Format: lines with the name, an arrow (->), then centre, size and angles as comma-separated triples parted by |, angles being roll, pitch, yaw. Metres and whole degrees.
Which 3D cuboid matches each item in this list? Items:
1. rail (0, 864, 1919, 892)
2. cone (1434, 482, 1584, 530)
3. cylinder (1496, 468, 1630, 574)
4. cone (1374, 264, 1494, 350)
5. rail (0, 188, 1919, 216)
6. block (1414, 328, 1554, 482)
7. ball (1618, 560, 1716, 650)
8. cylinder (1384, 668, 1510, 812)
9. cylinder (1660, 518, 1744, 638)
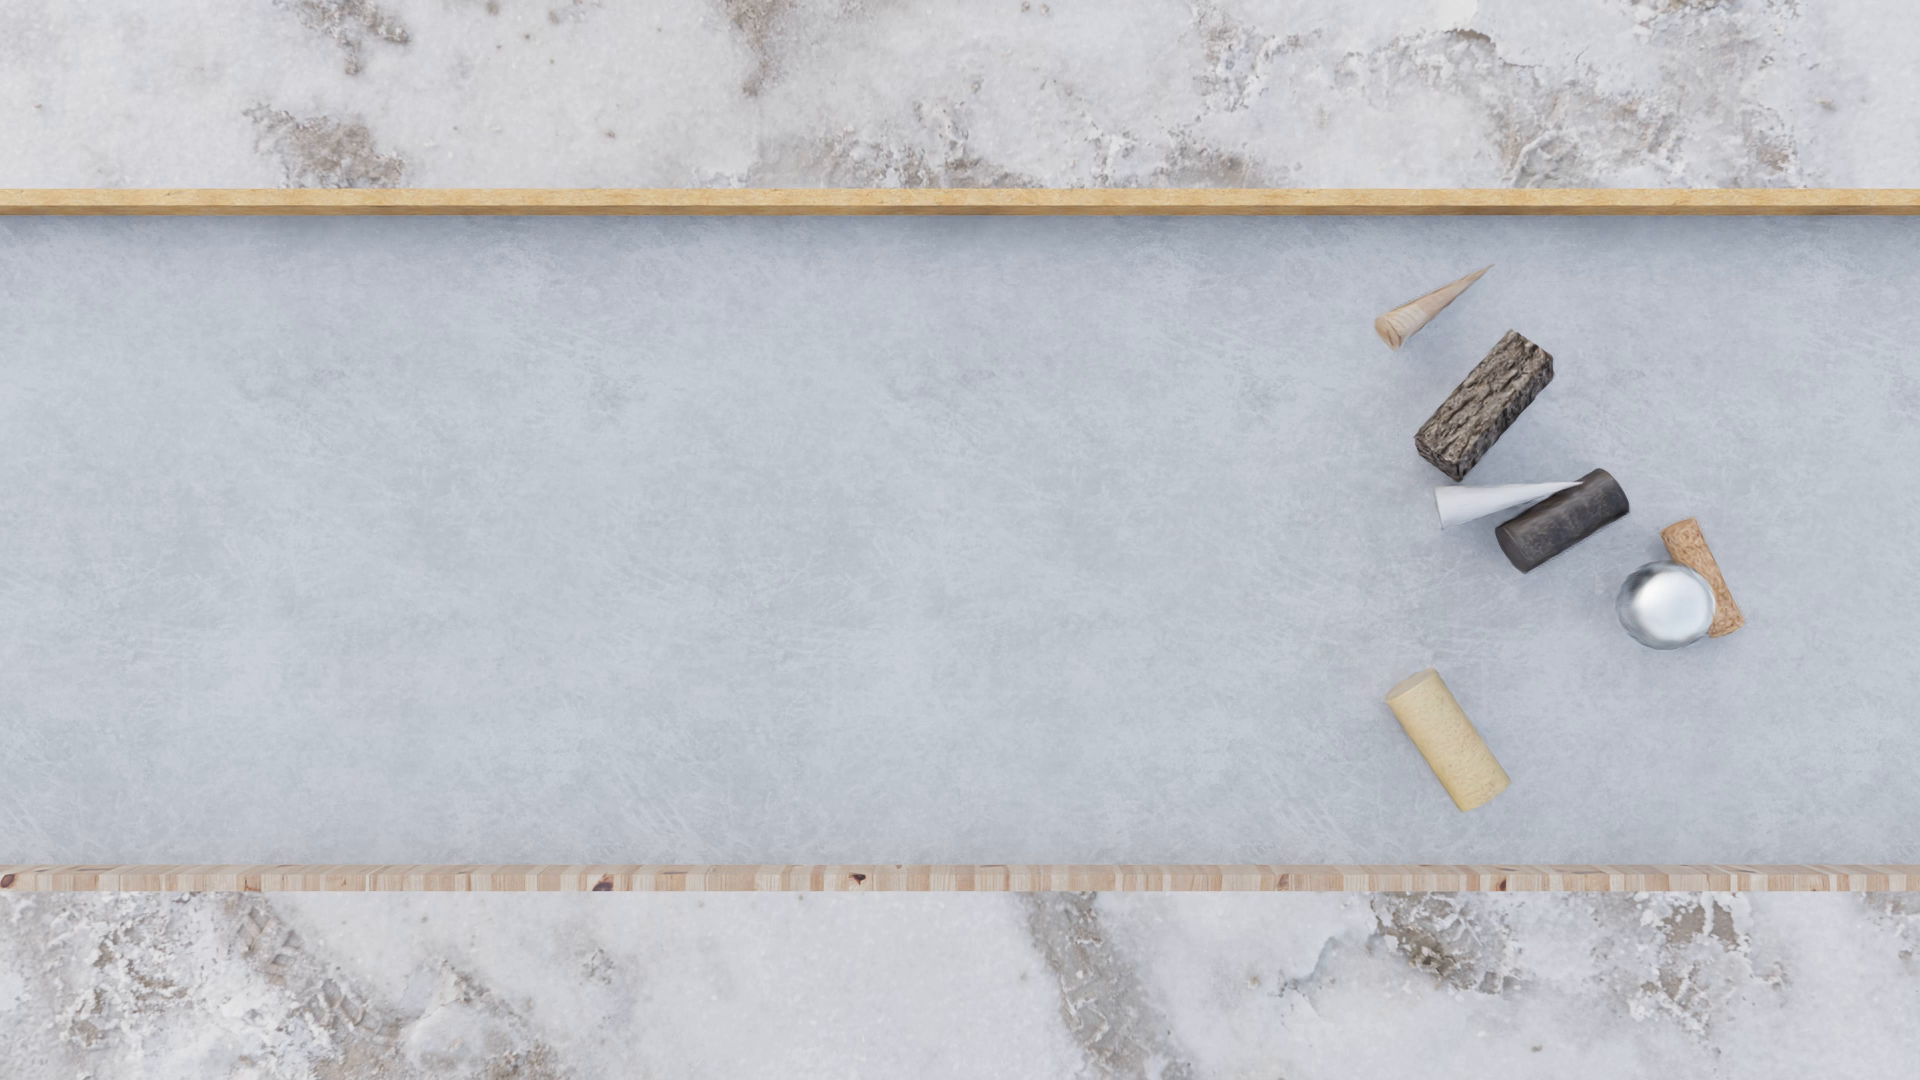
rail -> -2.247, 1.025, 5.001 | 12.000, 0.150, 0.050 | 0, 90, 0
cone -> 1.660, -0.134, 4.963 | 0.435, 0.134, 0.134 | -11, 90, 13
cylinder -> 1.823, -0.059, 4.996 | 0.354, 0.163, 0.163 | -30, 90, 0
cone -> 1.476, -0.740, 5.048 | 0.422, 0.115, 0.115 | -33, 90, -8
rail -> -2.247, -1.025, 5.002 | 12.000, 0.150, 0.050 | 0, 90, 0
block -> 1.581, -0.404, 4.973 | 0.435, 0.154, 0.154 | -48, 62, 0
ball -> 2.108, 0.196, 4.925 | 0.270, 0.270, 0.270 | 0, 90, 0
cylinder -> 1.469, 0.601, 4.979 | 0.178, 0.178, 0.402 | -34, 87, 0
cylinder -> 2.260, 0.115, 5.022 | 0.108, 0.108, 0.352 | -26, 90, 0
